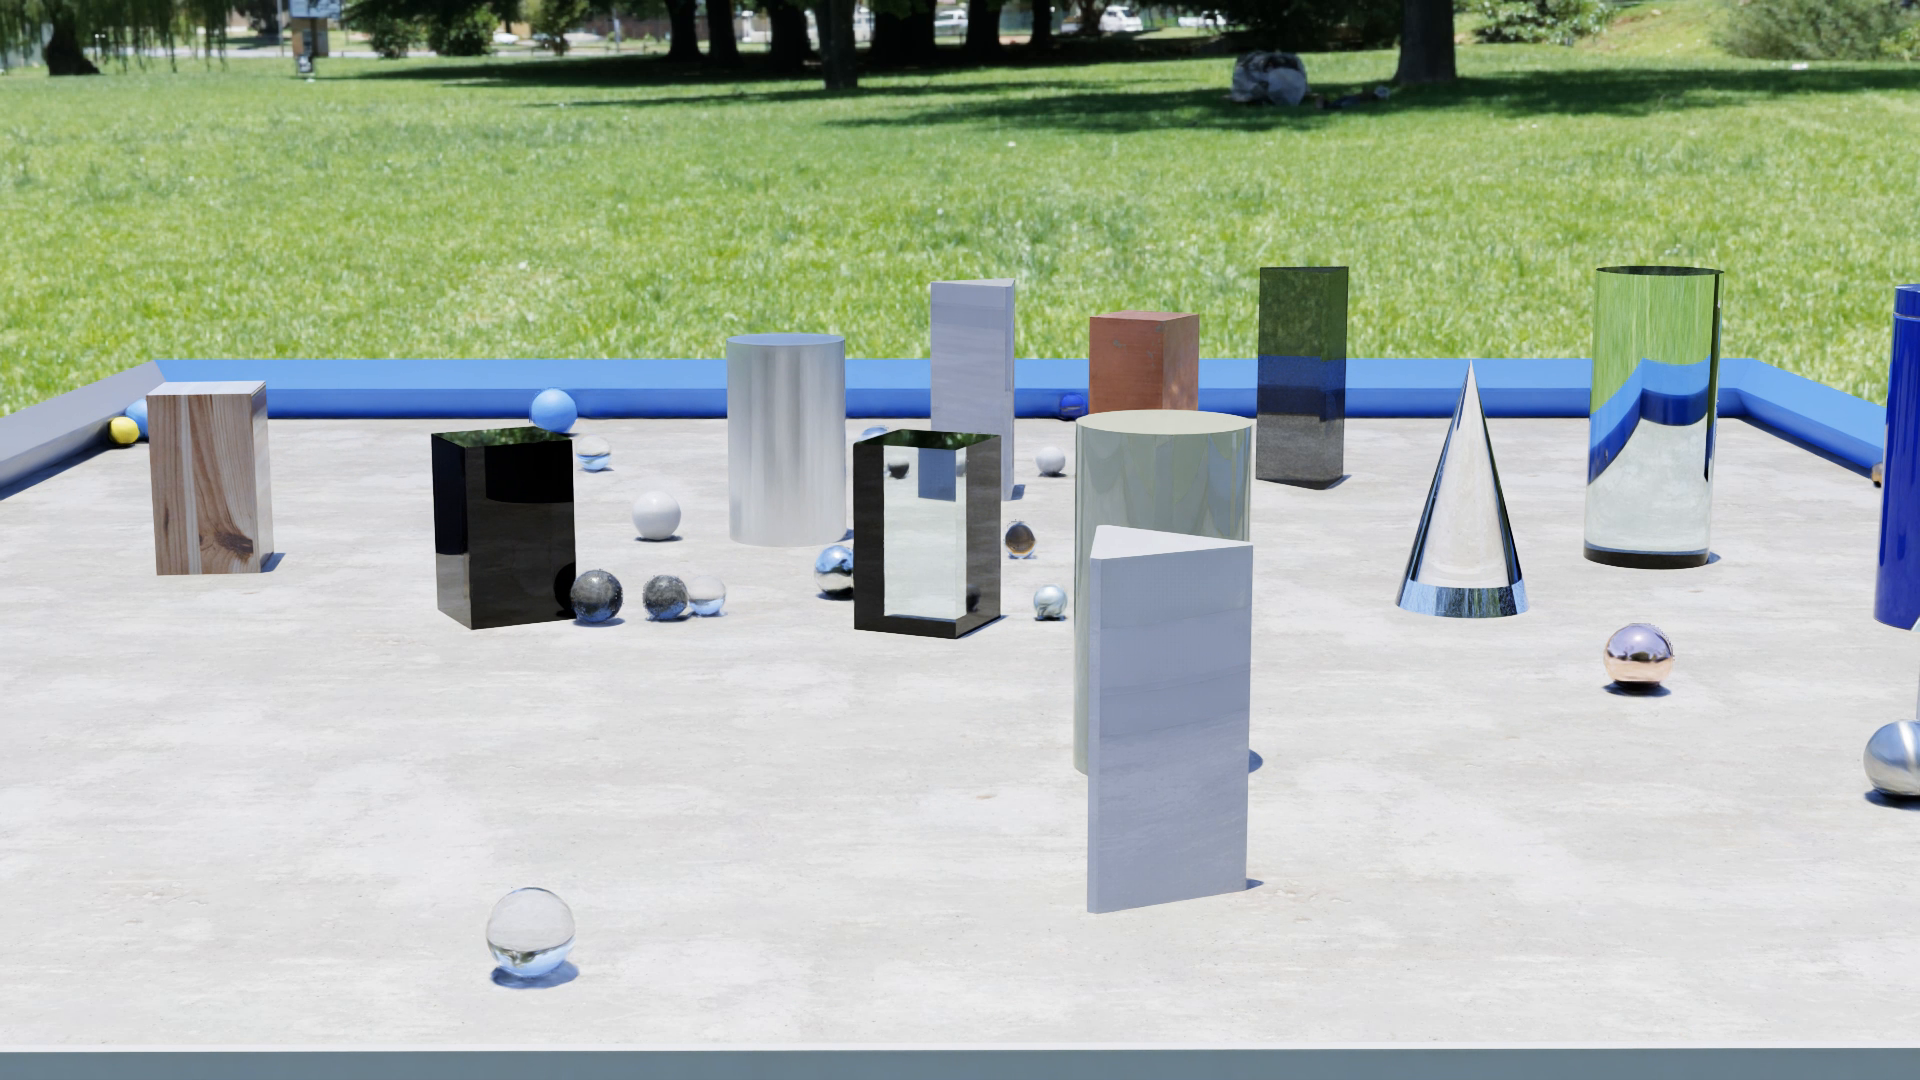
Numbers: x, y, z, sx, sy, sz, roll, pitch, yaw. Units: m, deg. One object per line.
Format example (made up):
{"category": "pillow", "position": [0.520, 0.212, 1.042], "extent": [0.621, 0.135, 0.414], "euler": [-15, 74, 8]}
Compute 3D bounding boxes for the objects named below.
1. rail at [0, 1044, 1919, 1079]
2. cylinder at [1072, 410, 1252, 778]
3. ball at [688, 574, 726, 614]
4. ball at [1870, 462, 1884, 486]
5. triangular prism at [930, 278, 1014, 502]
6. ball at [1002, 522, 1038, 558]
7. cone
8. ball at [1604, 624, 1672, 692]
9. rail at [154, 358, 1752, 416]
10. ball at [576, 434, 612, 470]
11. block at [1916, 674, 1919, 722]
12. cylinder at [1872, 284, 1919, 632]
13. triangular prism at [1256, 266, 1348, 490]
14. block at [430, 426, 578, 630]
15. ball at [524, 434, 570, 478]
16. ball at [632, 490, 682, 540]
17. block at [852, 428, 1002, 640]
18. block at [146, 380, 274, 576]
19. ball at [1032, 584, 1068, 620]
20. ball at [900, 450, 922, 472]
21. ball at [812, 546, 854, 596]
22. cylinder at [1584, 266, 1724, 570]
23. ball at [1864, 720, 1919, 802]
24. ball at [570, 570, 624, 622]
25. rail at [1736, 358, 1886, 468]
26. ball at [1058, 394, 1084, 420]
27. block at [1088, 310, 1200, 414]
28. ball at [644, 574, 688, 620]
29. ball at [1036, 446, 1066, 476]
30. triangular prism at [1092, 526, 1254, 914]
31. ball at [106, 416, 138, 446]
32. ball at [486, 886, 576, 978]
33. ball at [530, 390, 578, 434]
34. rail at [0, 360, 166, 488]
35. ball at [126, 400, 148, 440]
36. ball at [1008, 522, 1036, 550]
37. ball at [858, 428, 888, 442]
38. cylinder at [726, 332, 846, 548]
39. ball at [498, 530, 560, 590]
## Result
{"category": "rail", "position": [0.011, 0.370, 1.640], "extent": [3.289, 0.117, 0.045], "euler": [0, 11, 0]}
{"category": "cylinder", "position": [0.208, 0.057, 2.652], "extent": [0.181, 0.361, 0.181], "euler": [0, 11, 0]}
{"category": "ball", "position": [-0.337, 0.072, 3.403], "extent": [0.054, 0.054, 0.054], "euler": [0, 11, 0]}
{"category": "ball", "position": [1.593, -0.114, 4.426], "extent": [0.042, 0.042, 0.042], "euler": [0, 11, 0]}
{"category": "triangular prism", "position": [0.053, -0.259, 4.342], "extent": [0.156, 0.358, 0.136], "euler": [7, 13, 33]}
{"category": "ball", "position": [0.089, 0.000, 3.795], "extent": [0.052, 0.052, 0.052], "euler": [0, 11, 0]}
{"category": "cone", "position": [0.679, -0.077, 3.441], "extent": [0.181, 0.334, 0.181], "euler": [0, 11, 0]}
{"category": "ball", "position": [0.790, 0.137, 2.990], "extent": [0.078, 0.078, 0.078], "euler": [0, 11, 0]}
{"category": "rail", "position": [-0.011, -0.310, 5.260], "extent": [3.289, 0.117, 0.045], "euler": [0, 11, 0]}
{"category": "ball", "position": [-0.657, -0.157, 4.599], "extent": [0.064, 0.064, 0.064], "euler": [0, 11, 0]}
{"category": "block", "position": [1.133, 0.110, 2.744], "extent": [0.145, 0.223, 0.145], "euler": [-1, 11, -8]}
{"category": "cylinder", "position": [1.294, -0.108, 3.328], "extent": [0.181, 0.435, 0.181], "euler": [0, 11, 0]}
{"category": "triangular prism", "position": [0.621, -0.286, 4.454], "extent": [0.136, 0.371, 0.156], "euler": [-8, 14, -38]}
{"category": "block", "position": [-0.602, -0.019, 3.387], "extent": [0.145, 0.238, 0.145], "euler": [-6, 12, -28]}
{"category": "ball", "position": [-0.725, -0.147, 4.501], "extent": [0.080, 0.080, 0.080], "euler": [0, 11, 0]}
{"category": "ball", "position": [-0.466, -0.038, 3.933], "extent": [0.076, 0.076, 0.076], "euler": [0, 11, 0]}
{"category": "block", "position": [-0.042, -0.010, 3.330], "extent": [0.145, 0.243, 0.145], "euler": [5, 12, 24]}
{"category": "block", "position": [-1.084, -0.092, 3.718], "extent": [0.145, 0.260, 0.145], "euler": [-1, 11, -7]}
{"category": "ball", "position": [0.119, 0.081, 3.377], "extent": [0.045, 0.045, 0.045], "euler": [0, 11, 0]}
{"category": "ball", "position": [-0.087, -0.140, 4.568], "extent": [0.042, 0.042, 0.042], "euler": [0, 11, 0]}
{"category": "ball", "position": [-0.167, 0.043, 3.518], "extent": [0.070, 0.070, 0.070], "euler": [0, 11, 0]}
{"category": "cylinder", "position": [1.014, -0.182, 3.754], "extent": [0.181, 0.424, 0.181], "euler": [0, 11, 0]}
{"category": "ball", "position": [0.939, 0.219, 2.546], "extent": [0.081, 0.081, 0.081], "euler": [0, 11, 0]}
{"category": "ball", "position": [-0.475, 0.073, 3.355], "extent": [0.070, 0.070, 0.070], "euler": [0, 11, 0]}
{"category": "rail", "position": [1.621, 0.028, 3.459], "extent": [0.045, 0.117, 3.731], "euler": [0, 11, 0]}
{"category": "ball", "position": [0.228, -0.270, 5.229], "extent": [0.053, 0.053, 0.053], "euler": [0, 11, 0]}
{"category": "block", "position": [0.327, -0.259, 4.557], "extent": [0.145, 0.280, 0.145], "euler": [6, 12, 30]}
{"category": "ball", "position": [-0.387, 0.075, 3.375], "extent": [0.059, 0.059, 0.059], "euler": [0, 11, 0]}
{"category": "ball", "position": [0.161, -0.140, 4.538], "extent": [0.053, 0.053, 0.053], "euler": [0, 11, 0]}
{"category": "triangular prism", "position": [0.156, 0.152, 2.280], "extent": [0.156, 0.312, 0.136], "euler": [-5, 12, -25]}
{"category": "ball", "position": [-1.591, -0.206, 4.877], "extent": [0.058, 0.058, 0.058], "euler": [0, 11, 0]}
{"category": "ball", "position": [-0.345, 0.315, 2.061], "extent": [0.072, 0.072, 0.072], "euler": [0, 11, 0]}
{"category": "ball", "position": [-0.794, -0.249, 5.018], "extent": [0.090, 0.090, 0.090], "euler": [0, 11, 0]}
{"category": "rail", "position": [-1.621, 0.032, 3.441], "extent": [0.045, 0.117, 3.731], "euler": [0, 11, 0]}
{"category": "ball", "position": [-1.571, -0.232, 4.954], "extent": [0.080, 0.080, 0.080], "euler": [0, 11, 0]}
{"category": "ball", "position": [0.092, -0.006, 3.853], "extent": [0.041, 0.041, 0.041], "euler": [0, 11, 0]}
{"category": "ball", "position": [-0.149, -0.165, 4.613], "extent": [0.075, 0.075, 0.075], "euler": [0, 11, 0]}
{"category": "cylinder", "position": [-0.265, -0.156, 3.935], "extent": [0.181, 0.306, 0.181], "euler": [0, 11, 0]}
{"category": "ball", "position": [-0.598, 0.029, 3.557], "extent": [0.083, 0.083, 0.083], "euler": [0, 11, 0]}
